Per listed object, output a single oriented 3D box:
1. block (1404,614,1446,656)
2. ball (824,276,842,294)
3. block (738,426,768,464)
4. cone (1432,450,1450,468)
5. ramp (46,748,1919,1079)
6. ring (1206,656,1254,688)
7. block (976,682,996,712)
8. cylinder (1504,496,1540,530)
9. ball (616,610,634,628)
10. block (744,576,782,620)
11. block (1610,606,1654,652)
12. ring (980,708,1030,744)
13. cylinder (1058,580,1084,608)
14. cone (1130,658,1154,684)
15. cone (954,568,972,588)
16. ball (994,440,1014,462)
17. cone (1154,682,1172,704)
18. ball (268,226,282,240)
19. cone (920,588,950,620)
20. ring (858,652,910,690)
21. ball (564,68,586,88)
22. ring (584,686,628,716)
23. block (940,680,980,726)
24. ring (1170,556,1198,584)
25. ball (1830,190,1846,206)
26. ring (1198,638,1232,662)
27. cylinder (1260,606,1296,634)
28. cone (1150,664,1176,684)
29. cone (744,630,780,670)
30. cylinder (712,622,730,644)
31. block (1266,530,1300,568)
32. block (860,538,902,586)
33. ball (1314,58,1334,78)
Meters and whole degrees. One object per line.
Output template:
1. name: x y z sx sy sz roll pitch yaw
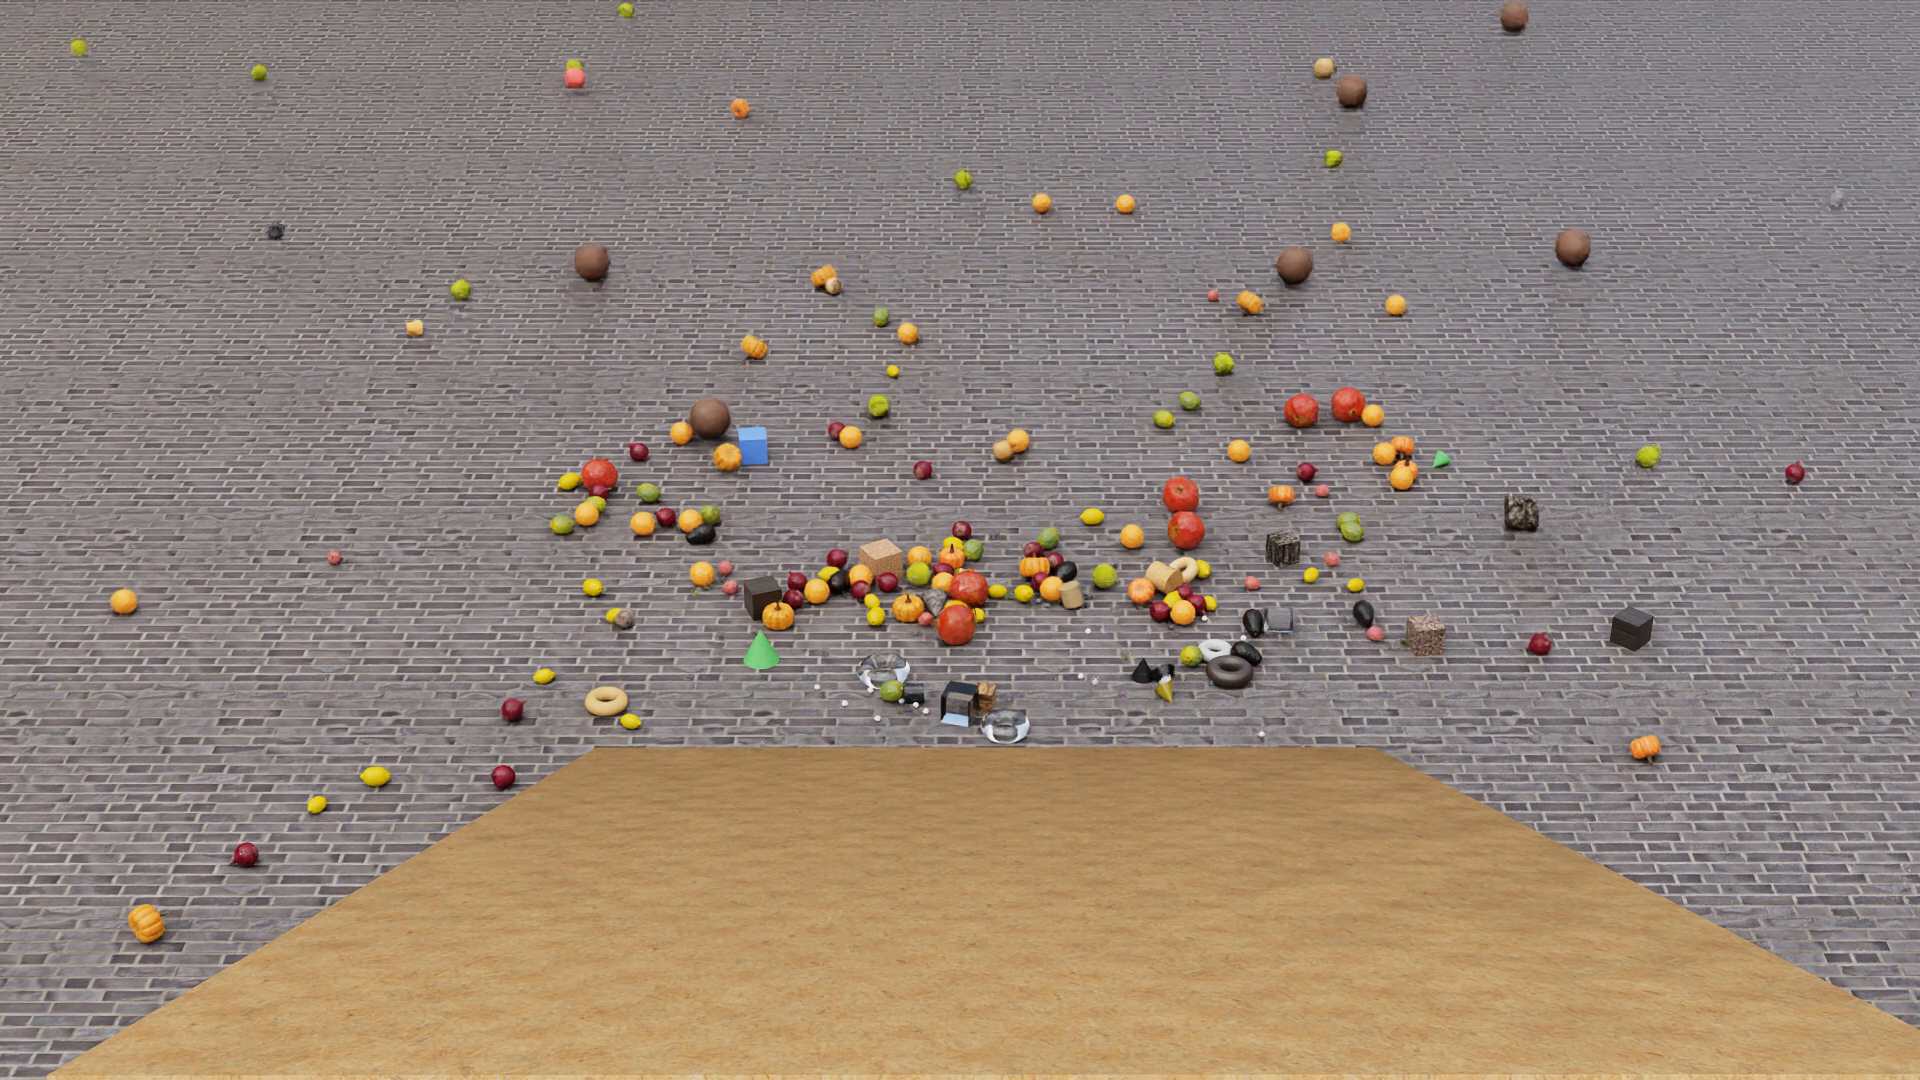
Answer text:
1. block: 1.297 0.265 7.209 0.083 0.083 0.083 -6 30 -10
2. ball: -0.457 -0.918 9.327 0.062 0.062 0.062 0 29 0
3. block: -0.657 -0.299 8.205 0.086 0.086 0.086 -3 30 -6
4. cone: 1.510 -0.244 8.172 0.055 0.055 0.055 -42 44 -14
5. ramp: 0.066 0.589 4.641 2.000 0.100 4.000 0 0 0
6. ring: 0.738 0.359 7.083 0.132 0.044 0.132 1 28 -1
7. block: 0.065 0.423 6.958 0.055 0.055 0.055 7 30 12
8. cylinder: 1.697 -0.082 7.815 0.092 0.092 0.092 -9 26 21
9. ball: -0.949 0.223 7.315 0.052 0.052 0.052 0 29 0
10. block: -0.562 0.166 7.382 0.087 0.087 0.087 -11 31 -18
11. block: 1.881 0.248 7.241 0.081 0.081 0.081 26 38 37
12. ring: 0.120 0.492 6.848 0.129 0.043 0.129 -1 30 0
13. cylinder: 0.319 0.157 7.409 0.059 0.059 0.059 -15 22 7
14. cone: 0.502 0.348 7.080 0.065 0.065 0.065 0 29 0
15. cone: 0.003 0.121 7.525 0.055 0.055 0.055 9 57 16
16. ball: 0.139 -0.283 8.198 0.065 0.065 0.065 0 29 0
17. cone: 0.562 0.421 6.991 0.056 0.056 0.056 -14 59 -23
18. ball: -2.586 -1.161 9.764 0.056 0.056 0.056 0 29 0
19. cone: -0.068 0.195 7.381 0.082 0.082 0.082 -3 56 -5
20. ring: -0.209 0.358 7.081 0.145 0.048 0.145 -1 30 0
21. ball: -1.672 -2.006 11.228 0.092 0.092 0.092 0 29 0
22. ring: -0.951 0.433 6.956 0.118 0.039 0.118 1 29 -1
23. block: 0.000 0.437 6.905 0.082 0.082 0.082 9 31 15
24. ring: 0.647 0.091 7.542 0.103 0.034 0.103 -20 35 15
25. ball: 3.413 -1.330 10.062 0.058 0.058 0.058 0 29 0
26. ring: 0.708 0.309 7.183 0.100 0.033 0.100 -1 30 1
27. cylinder: 0.897 0.227 7.288 0.072 0.072 0.072 13 22 -27
28. cone: 0.564 0.387 7.044 0.072 0.072 0.072 -10 57 -16
29. cone: -0.551 0.288 7.151 0.099 0.099 0.099 0 29 0
30. cylinder: -0.672 0.267 7.259 0.050 0.050 0.050 3 34 -2
31. block: 0.954 0.025 7.644 0.074 0.074 0.074 -11 31 -18
32. block: -0.231 0.066 7.552 0.092 0.092 0.092 -17 34 -28
33. ball: 1.596 -2.069 11.339 0.092 0.092 0.092 0 29 0
